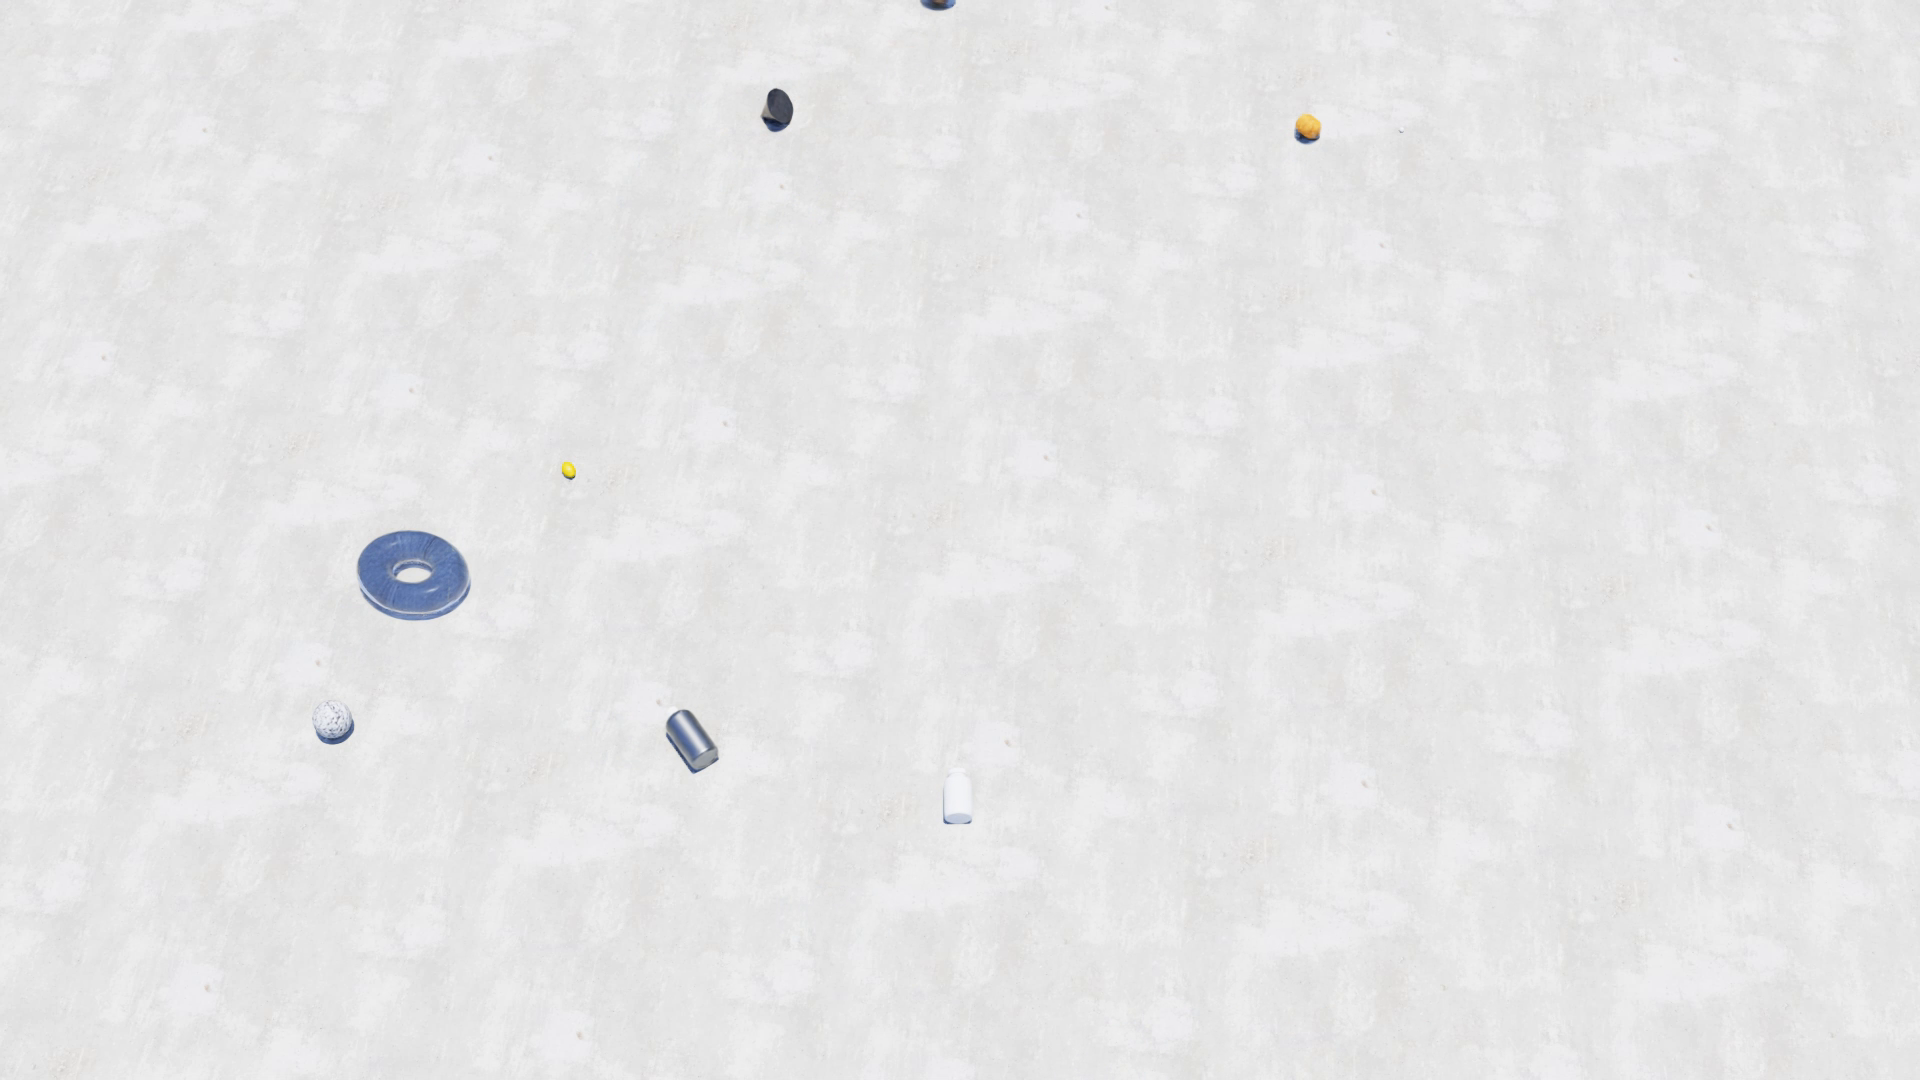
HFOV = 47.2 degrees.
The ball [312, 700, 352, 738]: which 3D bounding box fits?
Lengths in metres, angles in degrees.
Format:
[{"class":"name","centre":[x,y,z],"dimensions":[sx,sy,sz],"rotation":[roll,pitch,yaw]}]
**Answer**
[{"class":"ball","centre":[-1.762,0.502,6.172],"dimensions":[0.108,0.108,0.108],"rotation":[0,56,0]}]

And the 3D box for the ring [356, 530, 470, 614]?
[{"class":"ring","centre":[-1.606,0.093,6.452],"dimensions":[0.342,0.100,0.272],"rotation":[16,56,9]}]

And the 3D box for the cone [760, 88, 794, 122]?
[{"class":"cone","centre":[-0.649,-1.468,7.526],"dimensions":[0.091,0.122,0.165],"rotation":[-21,18,31]}]
